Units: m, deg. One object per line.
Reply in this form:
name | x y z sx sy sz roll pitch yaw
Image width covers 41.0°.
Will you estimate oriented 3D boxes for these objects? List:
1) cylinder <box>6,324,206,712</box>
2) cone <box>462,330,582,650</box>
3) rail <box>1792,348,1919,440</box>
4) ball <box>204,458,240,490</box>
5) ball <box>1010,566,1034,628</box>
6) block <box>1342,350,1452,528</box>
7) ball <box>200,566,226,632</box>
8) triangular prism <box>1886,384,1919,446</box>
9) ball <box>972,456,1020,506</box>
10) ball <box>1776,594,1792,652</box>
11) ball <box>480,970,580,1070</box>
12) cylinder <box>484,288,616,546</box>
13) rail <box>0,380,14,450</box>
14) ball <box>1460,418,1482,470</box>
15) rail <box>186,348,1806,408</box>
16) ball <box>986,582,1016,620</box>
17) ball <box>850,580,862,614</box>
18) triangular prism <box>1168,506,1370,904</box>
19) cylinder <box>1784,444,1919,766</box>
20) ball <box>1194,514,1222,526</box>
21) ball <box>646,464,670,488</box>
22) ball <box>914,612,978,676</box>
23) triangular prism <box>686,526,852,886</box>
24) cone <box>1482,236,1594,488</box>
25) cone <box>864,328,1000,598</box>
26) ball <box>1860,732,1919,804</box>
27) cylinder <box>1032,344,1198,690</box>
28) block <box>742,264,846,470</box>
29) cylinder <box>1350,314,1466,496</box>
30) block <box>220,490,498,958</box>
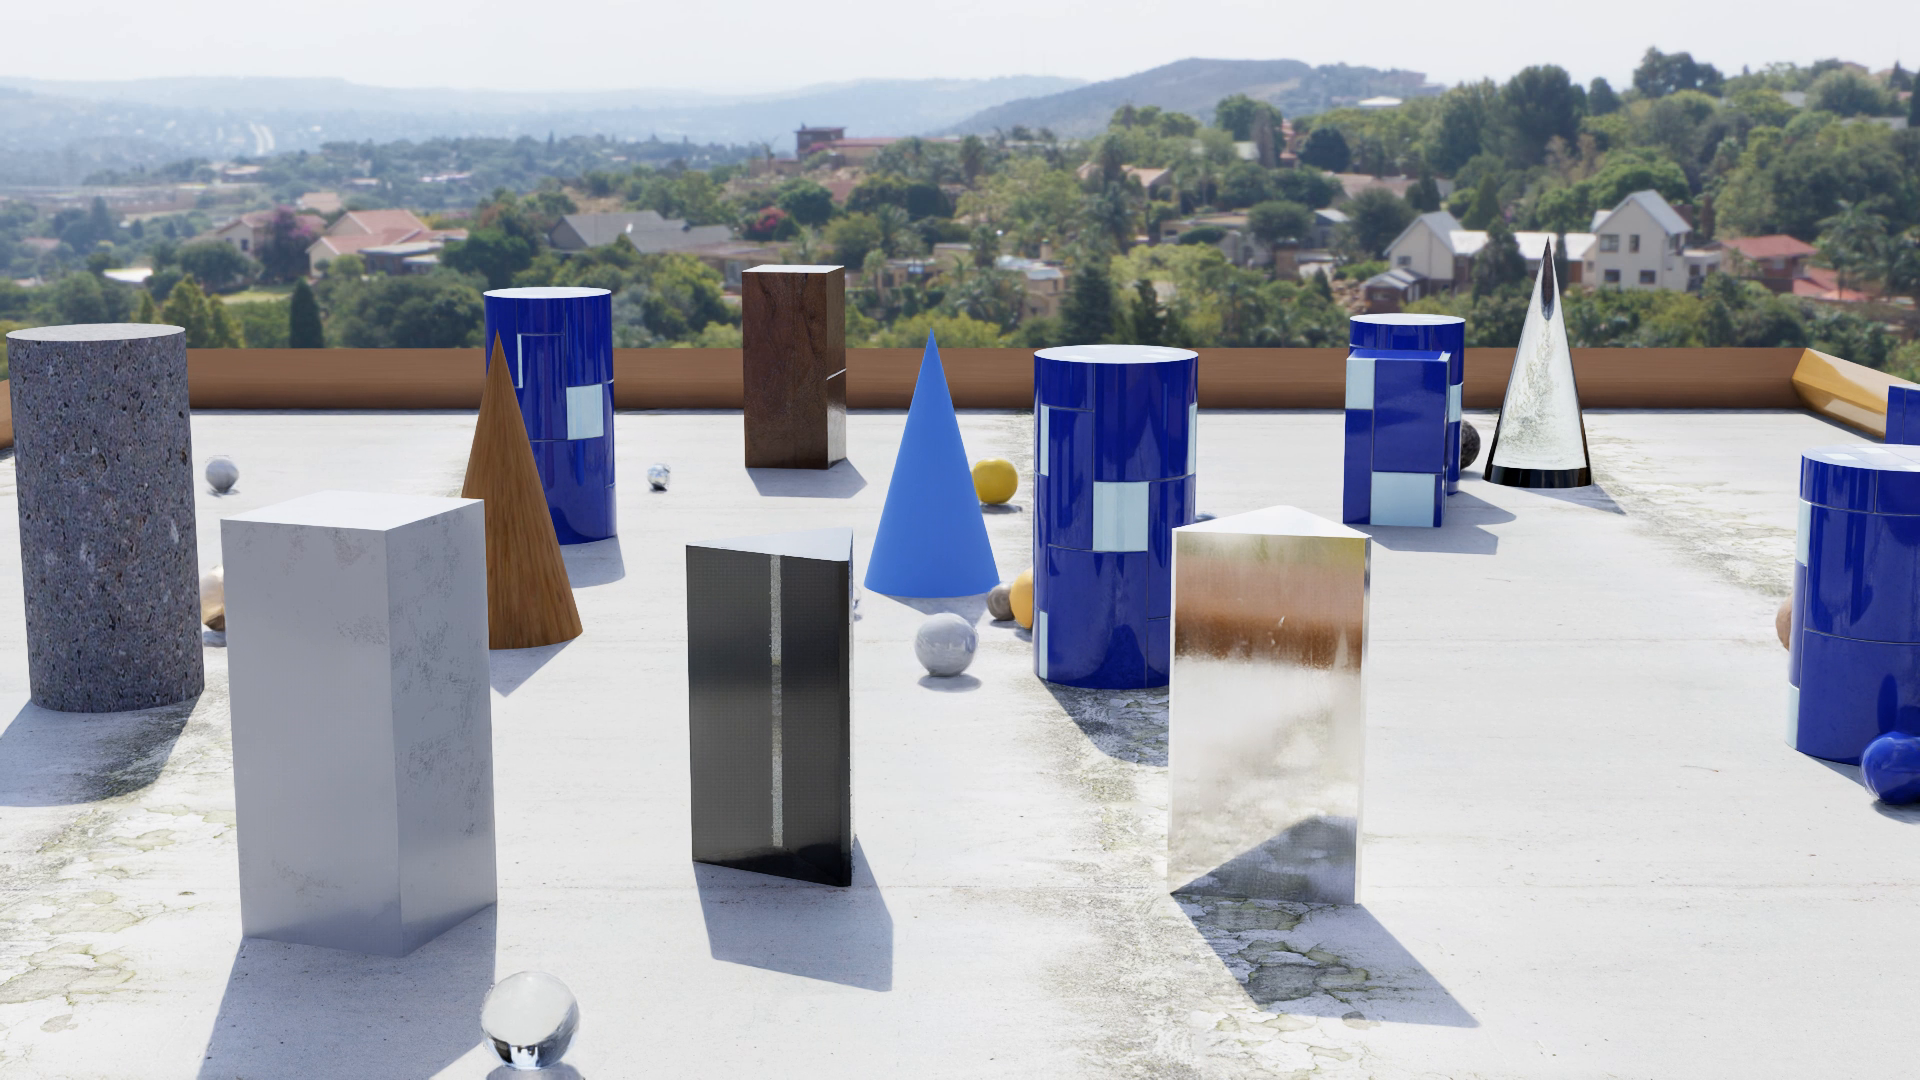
cylinder | -0.988 -0.030 2.974 0.195 0.424 0.195 0 11 0
cone | -0.588 -0.074 3.294 0.195 0.395 0.195 0 11 0
rail | 1.804 0.031 3.459 0.045 0.127 4.167 0 11 0
ball | -1.276 -0.114 4.435 0.057 0.057 0.057 0 11 0
ball | 0.107 0.076 3.339 0.084 0.084 0.084 0 11 0
block | 0.708 -0.167 4.154 0.156 0.264 0.156 2 11 13
ball | -0.951 0.076 3.328 0.088 0.088 0.088 0 11 0
triangular prism | 1.295 -0.049 3.402 0.146 0.306 0.169 8 13 38
ball | 0.057 -0.099 4.284 0.082 0.082 0.082 0 11 0
ball | 1.056 0.104 3.170 0.091 0.091 0.091 0 11 0
ball | -0.315 0.352 1.881 0.072 0.072 0.072 0 11 0
cylinder | -0.636 -0.196 3.994 0.195 0.379 0.195 0 11 0
rail | -1.804 0.035 3.439 0.045 0.127 4.167 0 11 0
ball | 0.894 -0.173 4.645 0.098 0.098 0.098 0 11 0
rail | -0.012 -0.343 5.474 3.655 0.127 0.045 0 11 0
ball | 0.060 0.082 3.398 0.050 0.050 0.050 0 11 0
ball | -0.157 0.076 3.434 0.049 0.049 0.049 0 11 0
triangular prism | 0.283 0.143 2.310 0.169 0.328 0.146 2 11 12
cylinder | 0.994 0.067 2.749 0.195 0.316 0.195 0 11 0
ball | 0.354 0.004 3.723 0.085 0.085 0.085 0 11 0
ball | -0.524 -0.110 4.459 0.041 0.041 0.041 0 11 0
ball | -0.017 0.126 3.087 0.077 0.077 0.077 0 11 0
triangular prism | -0.140 0.146 2.377 0.169 0.298 0.146 6 12 28
cone | 1.027 -0.320 4.515 0.195 0.434 0.195 0 11 0
cone | -0.040 -0.118 3.609 0.195 0.366 0.195 0 11 0
ball | 0.936 0.227 2.554 0.073 0.073 0.073 0 11 0
cylinder | 0.186 -0.031 3.087 0.195 0.387 0.195 0 11 0
block | -0.304 -0.320 4.722 0.156 0.358 0.156 2 11 10
cylinder | 0.768 -0.234 4.428 0.195 0.295 0.195 0 11 0
block | -0.507 0.150 2.184 0.156 0.359 0.156 4 11 19
